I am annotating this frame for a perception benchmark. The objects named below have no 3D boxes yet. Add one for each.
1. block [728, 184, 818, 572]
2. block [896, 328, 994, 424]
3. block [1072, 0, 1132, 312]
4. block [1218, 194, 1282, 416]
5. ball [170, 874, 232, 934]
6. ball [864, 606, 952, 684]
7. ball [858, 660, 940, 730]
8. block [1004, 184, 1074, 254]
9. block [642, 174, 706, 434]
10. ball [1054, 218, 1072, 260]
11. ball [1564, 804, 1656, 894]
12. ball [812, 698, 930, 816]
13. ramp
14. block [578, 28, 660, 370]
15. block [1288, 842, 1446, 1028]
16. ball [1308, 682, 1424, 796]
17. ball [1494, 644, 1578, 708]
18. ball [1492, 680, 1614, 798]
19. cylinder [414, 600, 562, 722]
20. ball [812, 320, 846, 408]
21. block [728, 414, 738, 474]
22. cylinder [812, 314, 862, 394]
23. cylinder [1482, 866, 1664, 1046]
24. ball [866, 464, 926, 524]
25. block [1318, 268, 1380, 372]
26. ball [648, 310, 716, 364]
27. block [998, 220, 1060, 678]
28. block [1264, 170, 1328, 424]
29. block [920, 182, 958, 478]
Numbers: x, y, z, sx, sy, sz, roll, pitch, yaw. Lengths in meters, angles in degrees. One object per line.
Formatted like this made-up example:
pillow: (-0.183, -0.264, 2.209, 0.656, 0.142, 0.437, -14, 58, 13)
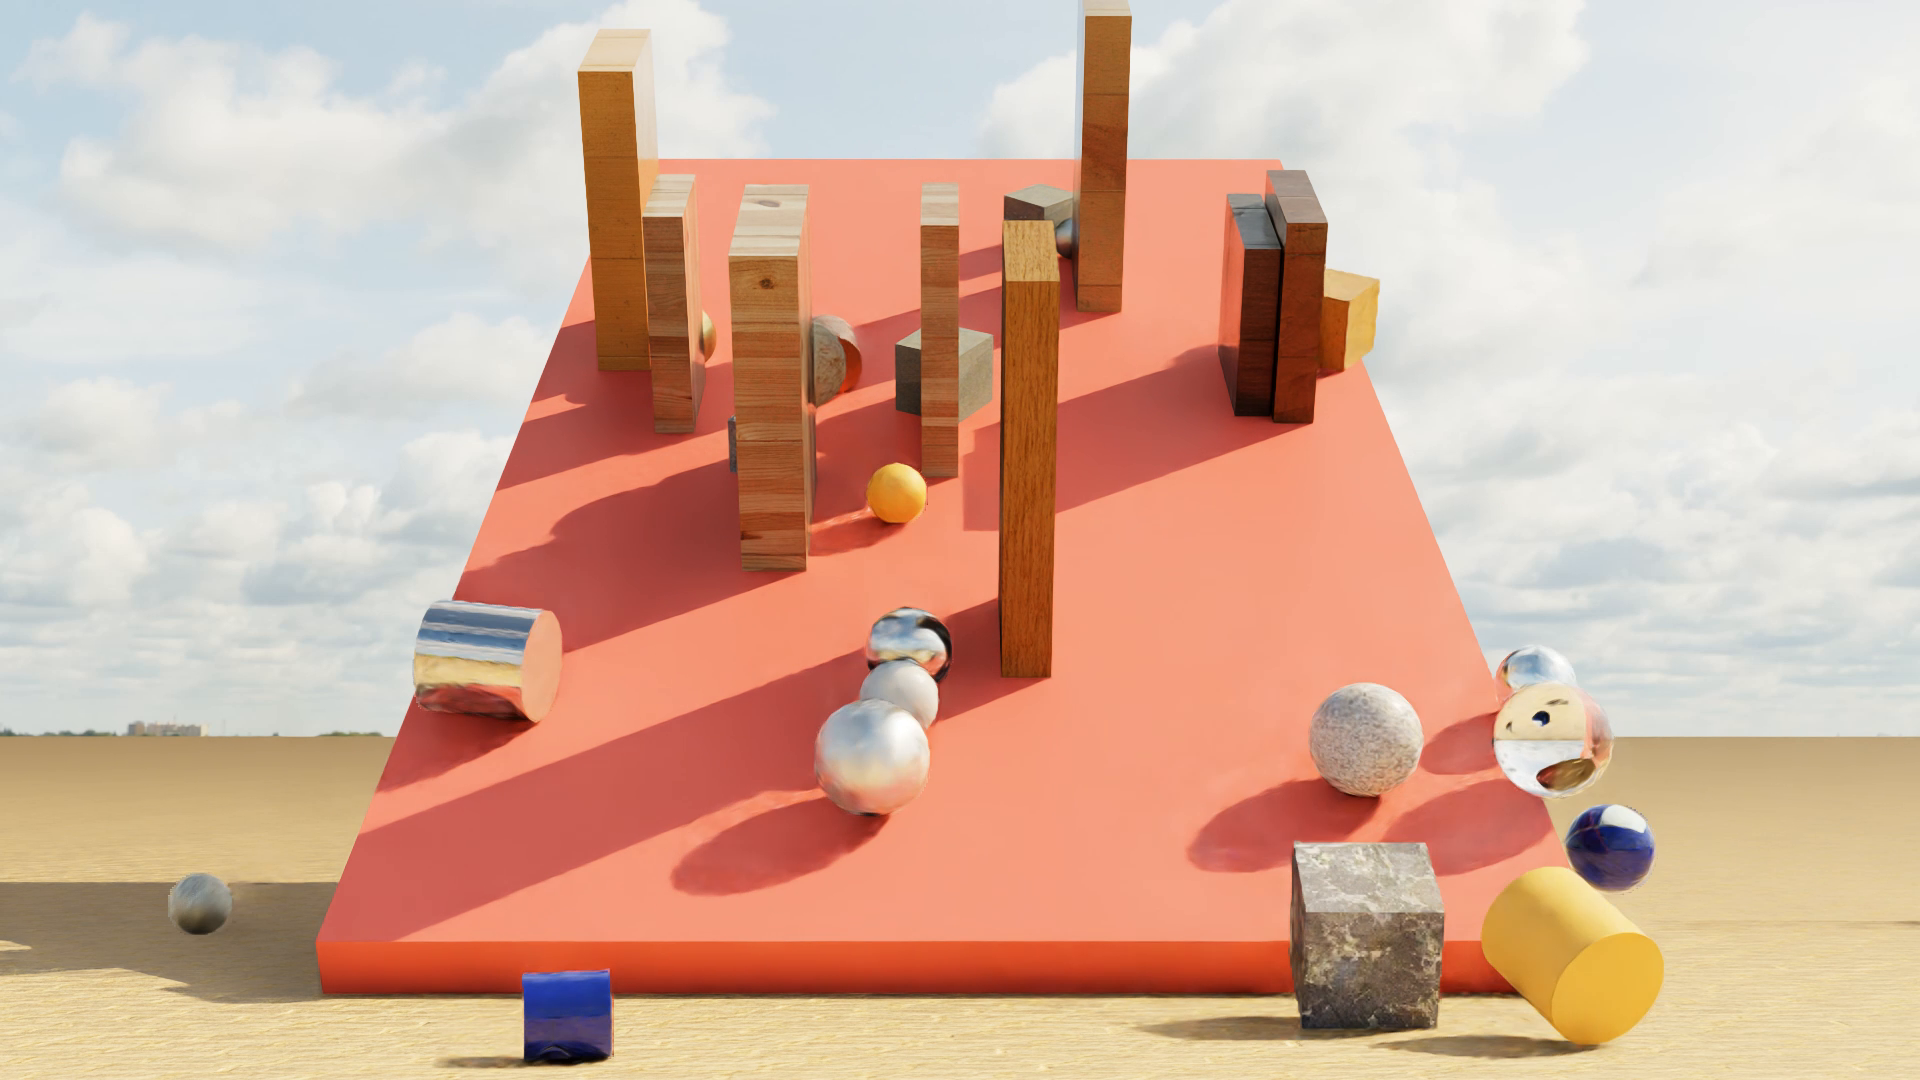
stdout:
block: (-0.376, -0.335, 4.838, 0.131, 0.675, 0.430, 0, 27, 0)
block: (-0.036, -0.391, 5.520, 0.166, 0.166, 0.166, 15, 30, 27)
block: (0.360, -1.008, 6.079, 0.114, 0.769, 0.342, 0, 27, 0)
block: (0.680, -0.559, 5.587, 0.082, 0.410, 0.393, 0, 27, 0)
ball: (-1.539, 0.739, 4.796, 0.122, 0.122, 0.122, 0, -5, 0)
ball: (-0.094, 0.203, 4.341, 0.161, 0.161, 0.161, 0, -5, 0)
ball: (-0.108, 0.284, 4.199, 0.143, 0.143, 0.143, 0, -5, 0)
block: (0.225, -0.879, 6.513, 0.149, 0.149, 0.149, 23, 35, 38)
block: (-0.653, -0.543, 5.427, 0.089, 0.518, 0.301, 0, 27, 0)
ball: (0.312, -0.819, 6.430, 0.117, 0.117, 0.117, 0, -5, 0)
ball: (1.328, 0.631, 4.836, 0.181, 0.181, 0.181, 0, -5, 0)
ball: (-0.149, 0.366, 3.976, 0.197, 0.197, 0.197, 0, -5, 0)
ramp: (-0.010, -0.227, 5.490, 2.000, 0.100, 4.000, 0, 27, 0)
block: (-0.814, -0.827, 5.746, 0.126, 0.739, 0.381, 0, 27, 0)
block: (0.571, 0.556, 3.340, 0.188, 0.188, 0.188, 0, 23, 2)
ball: (0.691, 0.340, 4.034, 0.194, 0.194, 0.194, 0, -5, 0)
ball: (1.035, 0.261, 4.255, 0.146, 0.146, 0.146, 0, -5, 0)
ball: (1.010, 0.340, 4.030, 0.200, 0.200, 0.200, 0, -5, 0)
cylinder: (-0.848, 0.216, 4.261, 0.202, 0.202, 0.202, 5, -4, 10)
ball: (-0.349, -0.383, 5.184, 0.201, 0.201, 0.201, 0, -5, 0)
block: (-0.427, -0.222, 5.225, 0.125, 0.125, 0.125, 10, 28, 18)
cylinder: (-0.313, -0.443, 5.645, 0.146, 0.146, 0.146, 1, 26, -10)
cylinder: (0.813, 0.551, 3.146, 0.171, 0.171, 0.171, 2, 22, -23)
ball: (-0.133, -0.098, 4.978, 0.127, 0.127, 0.127, 0, -5, 0)
block: (0.903, -0.546, 5.814, 0.182, 0.182, 0.182, 16, 31, 29)
ball: (-0.669, -0.489, 5.714, 0.164, 0.164, 0.164, 0, -5, 0)
block: (0.124, -0.165, 4.380, 0.093, 0.784, 0.318, 0, 27, 0)
block: (0.770, -0.572, 5.529, 0.092, 0.486, 0.381, 0, 27, 0)
block: (-0.044, -0.462, 5.197, 0.080, 0.581, 0.285, 0, 27, 0)
